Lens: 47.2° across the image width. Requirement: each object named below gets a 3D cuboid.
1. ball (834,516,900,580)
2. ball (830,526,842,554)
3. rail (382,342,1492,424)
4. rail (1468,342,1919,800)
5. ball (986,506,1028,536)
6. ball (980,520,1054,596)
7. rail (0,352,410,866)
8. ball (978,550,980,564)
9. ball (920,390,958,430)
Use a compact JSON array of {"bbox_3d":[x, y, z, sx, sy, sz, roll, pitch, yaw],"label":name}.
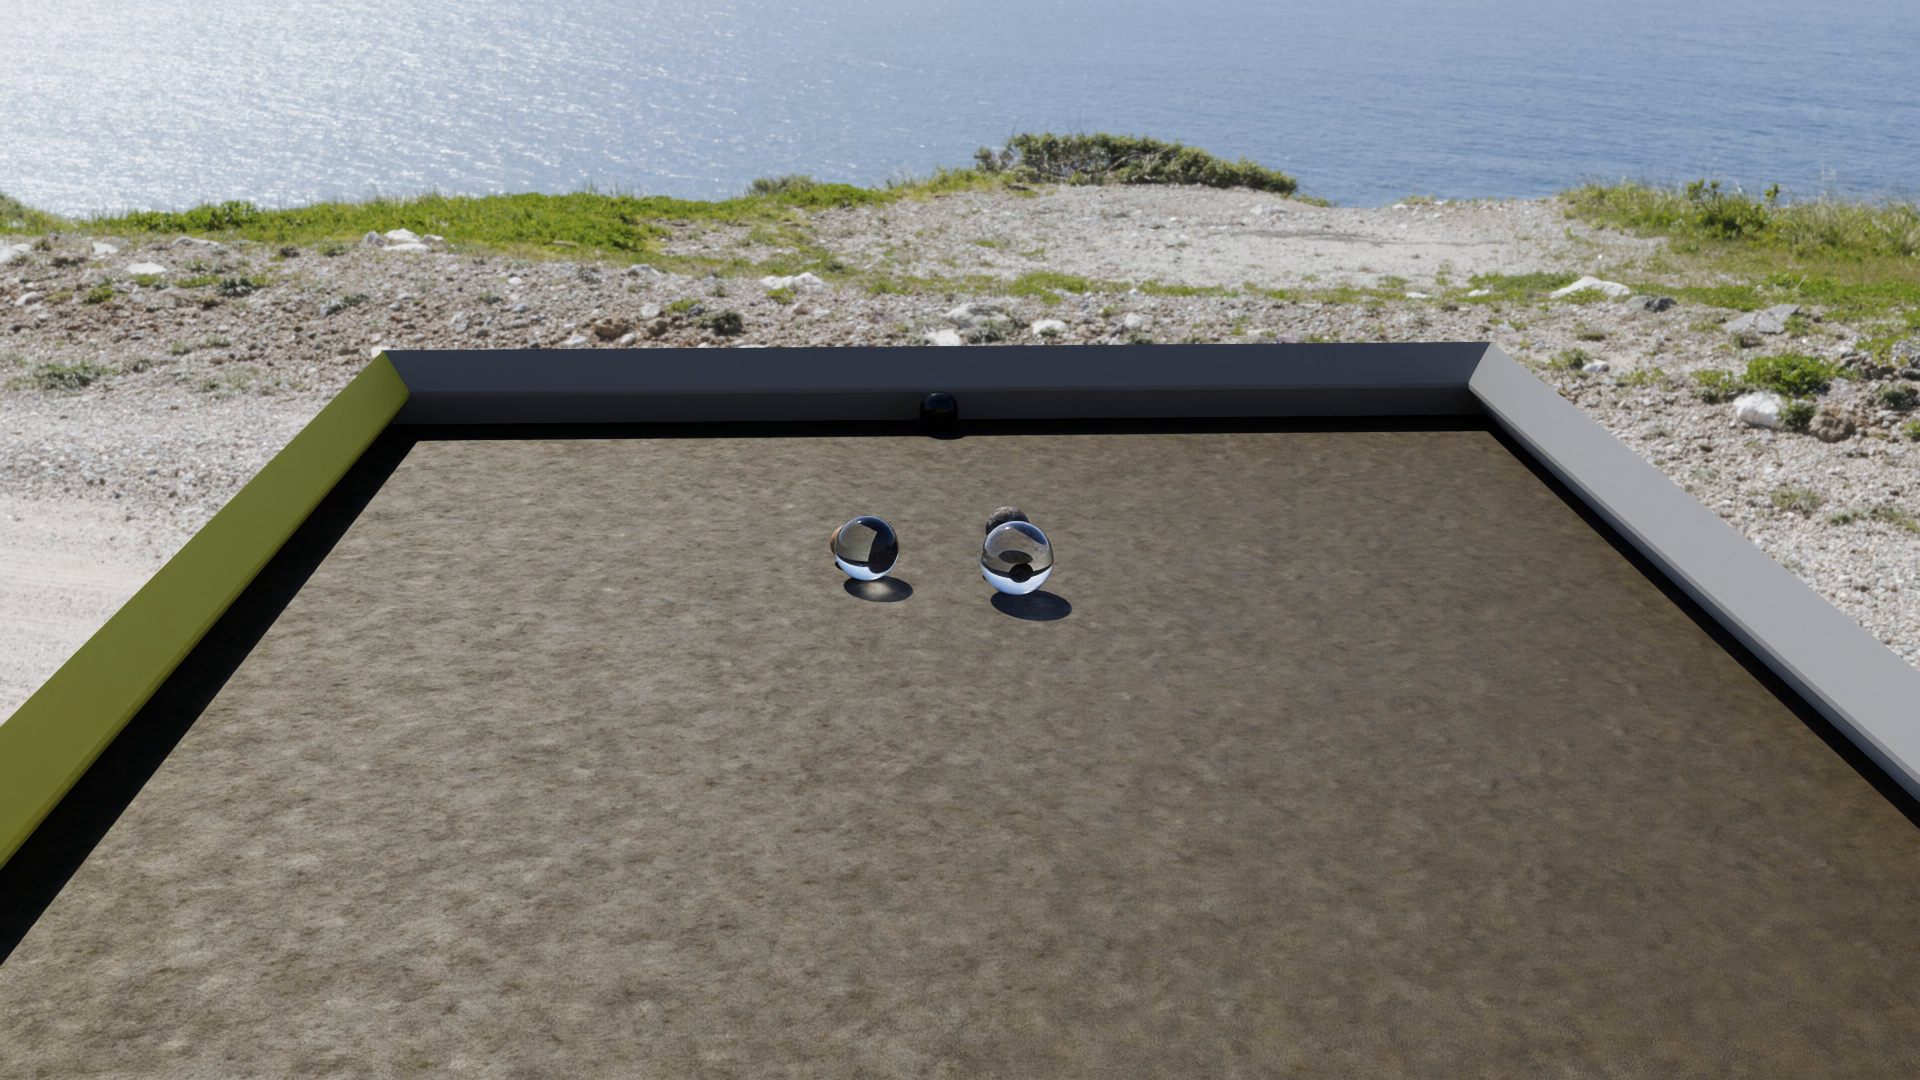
[{"bbox_3d":[-0.108,0.009,2.547,0.076,0.076,0.076,0,17,0],"label":"ball"},{"bbox_3d":[-0.133,0.004,2.621,0.044,0.044,0.044,0,17,0],"label":"ball"},{"bbox_3d":[-0.026,-0.229,3.263,1.652,0.110,0.045,-1,17,-2],"label":"rail"},{"bbox_3d":[0.828,0.177,1.939,0.045,0.110,2.877,-1,17,-2],"label":"rail"},{"bbox_3d":[0.058,-0.014,2.661,0.054,0.054,0.054,0,17,0],"label":"ball"},{"bbox_3d":[0.064,0.021,2.495,0.085,0.085,0.085,0,17,0],"label":"ball"},{"bbox_3d":[-0.775,0.194,1.882,0.045,0.110,2.877,-1,17,-2],"label":"rail"},{"bbox_3d":[0.041,0.019,2.572,0.042,0.042,0.042,0,17,0],"label":"ball"},{"bbox_3d":[-0.032,-0.191,3.232,0.057,0.057,0.057,0,17,0],"label":"ball"}]
